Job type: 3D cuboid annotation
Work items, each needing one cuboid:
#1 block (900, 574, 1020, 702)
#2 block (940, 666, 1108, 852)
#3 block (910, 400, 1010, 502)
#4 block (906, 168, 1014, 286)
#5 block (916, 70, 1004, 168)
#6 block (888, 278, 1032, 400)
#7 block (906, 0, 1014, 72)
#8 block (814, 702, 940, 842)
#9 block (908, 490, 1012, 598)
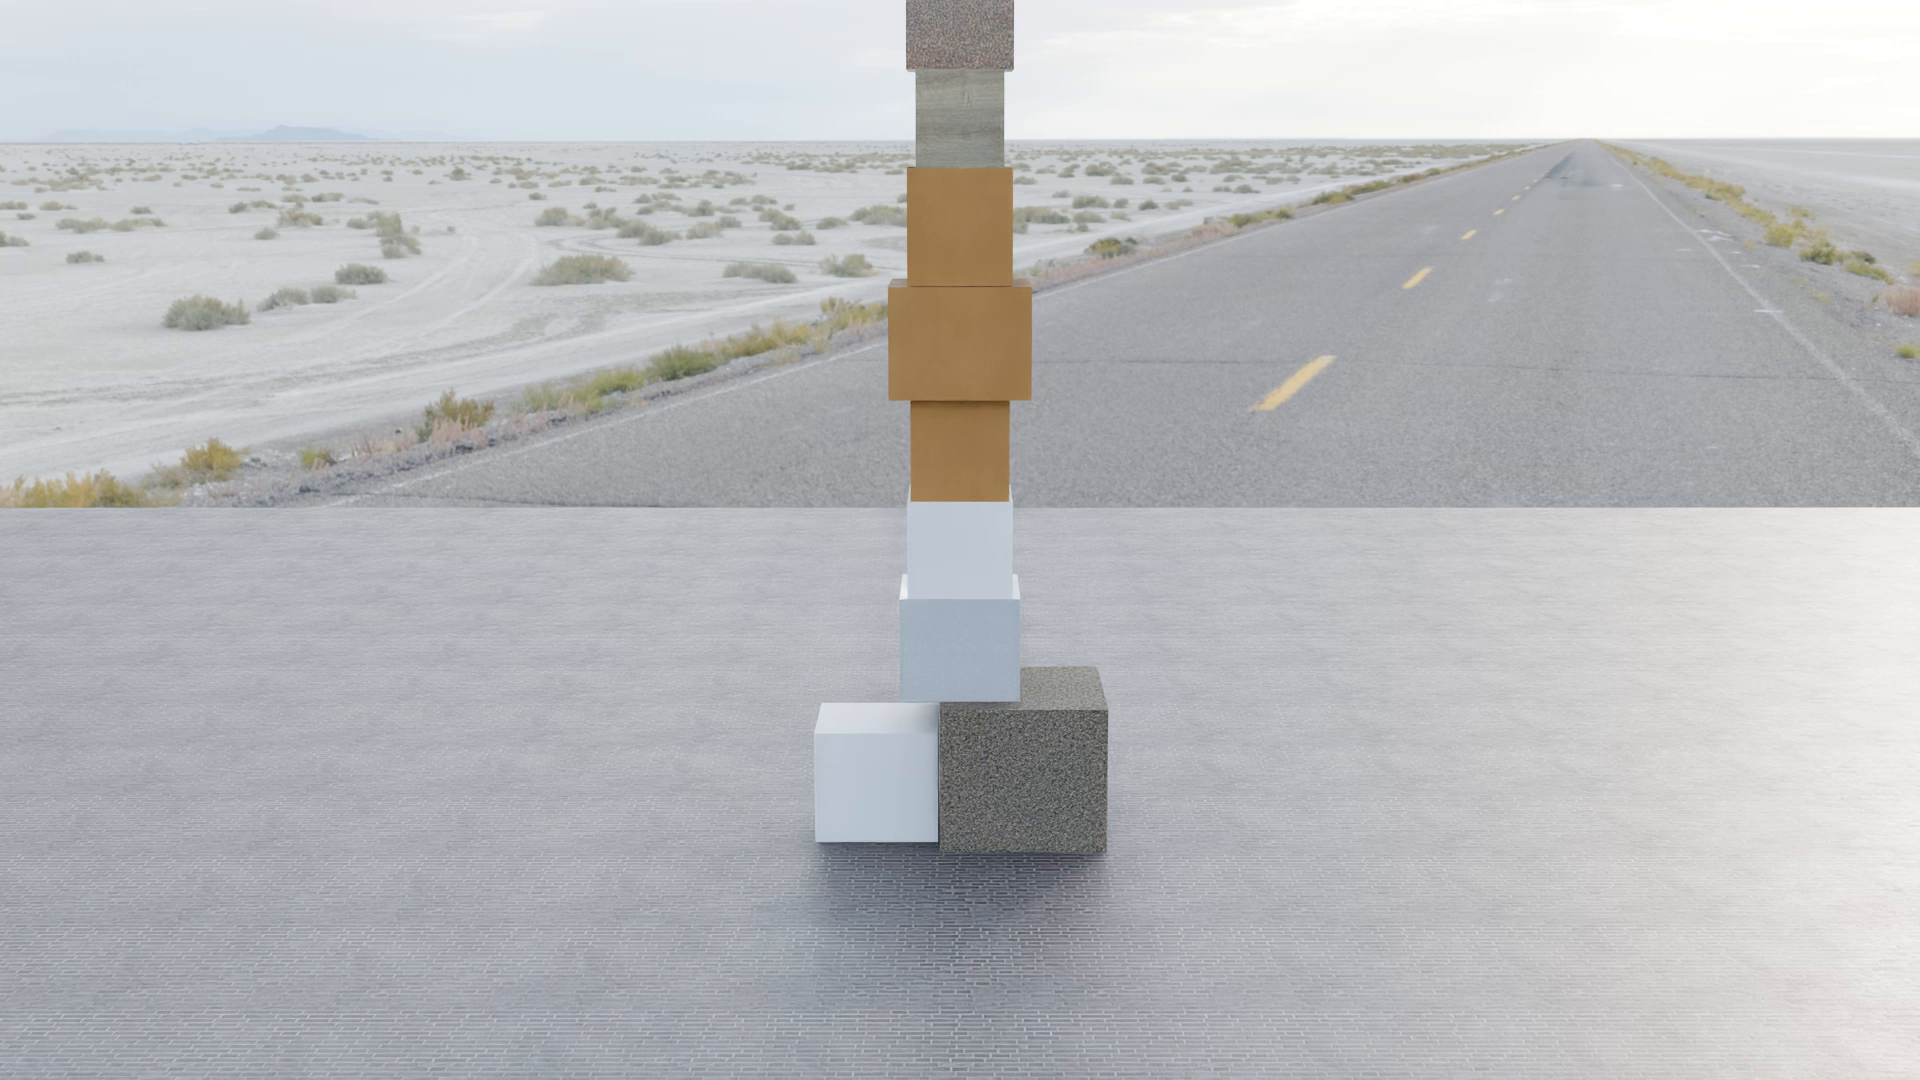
[{"bbox_3d":[0.000,0.494,11.282,0.602,0.524,0.638,0,10,0],"label":"block"},{"bbox_3d":[0.316,1.118,11.367,0.834,0.734,0.911,0,10,0],"label":"block"},{"bbox_3d":[0.000,-0.489,11.080,0.487,0.509,0.548,0,10,0],"label":"block"},{"bbox_3d":[0.000,-1.556,10.877,0.513,0.564,0.490,0,10,0],"label":"block"},{"bbox_3d":[0.000,-2.067,10.806,0.428,0.468,0.501,0,10,0],"label":"block"},{"bbox_3d":[0.000,-1.010,10.985,0.695,0.550,0.672,0,10,0],"label":"block"},{"bbox_3d":[0.000,-2.546,10.733,0.518,0.501,0.516,0,10,0],"label":"block"},{"bbox_3d":[-0.422,1.197,11.395,0.622,0.568,0.609,0,10,0],"label":"block"},{"bbox_3d":[0.000,0.002,11.164,0.522,0.487,0.557,0,10,0],"label":"block"}]
